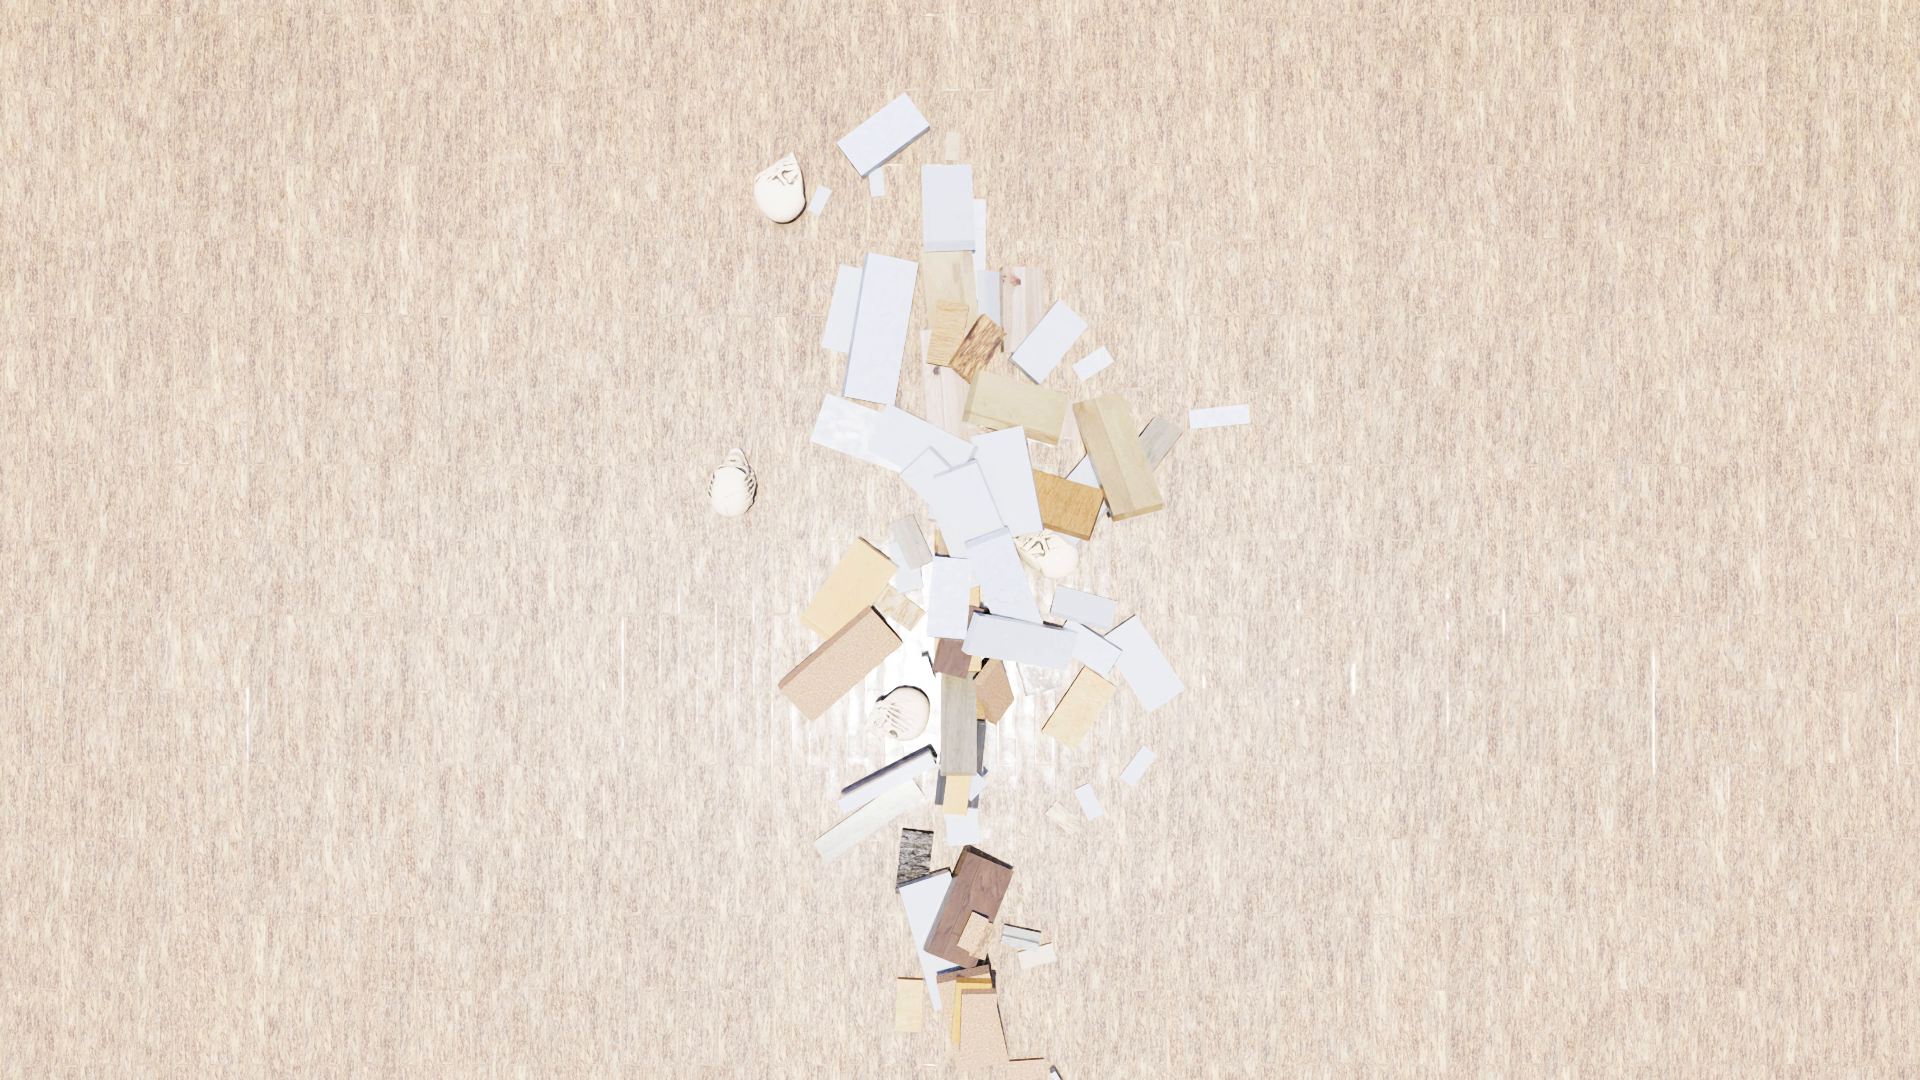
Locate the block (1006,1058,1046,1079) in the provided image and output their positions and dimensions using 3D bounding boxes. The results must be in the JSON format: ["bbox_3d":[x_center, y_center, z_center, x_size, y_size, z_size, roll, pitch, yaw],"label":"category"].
[{"bbox_3d":[0.220,1.762,5.491,0.126,0.018,0.063,-4,90,0],"label":"block"}]

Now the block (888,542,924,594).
[{"bbox_3d":[-0.179,0.086,5.476,0.085,0.024,0.169,-13,81,0],"label":"block"}]

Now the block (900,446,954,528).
[{"bbox_3d":[-0.053,-0.163,5.262,0.131,0.037,0.261,-42,103,17],"label":"block"}]

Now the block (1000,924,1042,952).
[{"bbox_3d":[0.203,1.324,5.482,0.126,0.018,0.063,12,81,4],"label":"block"}]

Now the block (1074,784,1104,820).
[{"bbox_3d":[0.428,0.871,5.492,0.056,0.016,0.112,-26,90,0],"label":"block"}]

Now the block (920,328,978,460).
[{"bbox_3d":[-0.030,-0.414,5.398,0.166,0.047,0.550,-4,87,1],"label":"block"}]

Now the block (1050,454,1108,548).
[{"bbox_3d":[0.417,-0.147,5.416,0.166,0.047,0.332,37,76,17],"label":"block"}]

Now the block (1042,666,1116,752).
[{"bbox_3d":[0.396,0.561,5.482,0.128,0.036,0.257,34,90,0],"label":"block"}]

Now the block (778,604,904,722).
[{"bbox_3d":[-0.394,0.409,5.441,0.400,0.048,0.169,-41,117,0],"label":"block"}]

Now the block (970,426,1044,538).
[{"bbox_3d":[0.155,-0.181,5.319,0.172,0.049,0.344,-11,87,11],"label":"block"}]

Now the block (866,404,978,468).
[{"bbox_3d":[-0.123,-0.297,5.349,0.334,0.047,0.167,27,96,18],"label":"block"}]

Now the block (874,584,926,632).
[{"bbox_3d":[-0.206,0.223,5.488,0.169,0.024,0.085,37,90,0],"label":"block"}]

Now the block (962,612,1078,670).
[{"bbox_3d":[0.197,0.329,5.334,0.404,0.037,0.131,12,102,-34],"label":"block"}]

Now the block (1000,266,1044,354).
[{"bbox_3d":[0.205,-0.761,5.462,0.140,0.040,0.281,-1,90,-15],"label":"block"}]

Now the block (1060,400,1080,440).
[{"bbox_3d":[0.370,-0.401,5.491,0.063,0.018,0.126,7,90,0],"label":"block"}]

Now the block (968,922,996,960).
[{"bbox_3d":[0.071,1.307,5.395,0.059,0.017,0.119,21,82,-15],"label":"block"}]

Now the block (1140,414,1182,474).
[{"bbox_3d":[0.636,-0.309,5.434,0.103,0.029,0.206,32,66,15],"label":"block"}]

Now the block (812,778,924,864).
[{"bbox_3d":[-0.304,0.929,5.488,0.394,0.024,0.086,-35,90,0],"label":"block"}]

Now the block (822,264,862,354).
[{"bbox_3d":[-0.360,-0.760,5.480,0.140,0.040,0.281,13,90,0],"label":"block"}]

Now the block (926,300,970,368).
[{"bbox_3d":[-0.041,-0.670,5.375,0.105,0.030,0.210,11,87,1],"label":"block"}]

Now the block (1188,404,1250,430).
[{"bbox_3d":[0.862,-0.410,5.491,0.200,0.018,0.063,-6,90,0],"label":"block"}]

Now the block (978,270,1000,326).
[{"bbox_3d":[0.103,-0.781,5.450,0.030,0.105,0.210,-1,90,38],"label":"block"}]

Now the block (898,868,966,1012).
[{"bbox_3d":[-0.062,1.321,5.452,0.174,0.049,0.425,-16,93,-9],"label":"block"}]

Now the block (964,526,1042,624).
[{"bbox_3d":[0.155,0.177,5.323,0.147,0.042,0.464,-21,122,0],"label":"block"}]

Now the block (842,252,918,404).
[{"bbox_3d":[-0.265,-0.694,5.446,0.172,0.049,0.477,9,91,-18],"label":"block"}]

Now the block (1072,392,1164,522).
[{"bbox_3d":[0.512,-0.274,5.371,0.167,0.047,0.434,-14,64,-6],"label":"block"}]

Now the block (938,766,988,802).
[{"bbox_3d":[0.009,0.758,5.306,0.077,0.022,0.154,-43,79,-12],"label":"block"}]

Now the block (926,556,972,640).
[{"bbox_3d":[-0.034,0.187,5.282,0.128,0.036,0.256,5,81,1],"label":"block"}]

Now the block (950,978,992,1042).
[{"bbox_3d":[0.036,1.529,5.361,0.113,0.032,0.227,3,109,-5],"label":"block"}]

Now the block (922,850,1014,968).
[{"bbox_3d":[0.029,1.216,5.420,0.174,0.049,0.348,25,81,-15],"label":"block"}]

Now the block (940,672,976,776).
[{"bbox_3d":[-0.004,0.545,5.344,0.115,0.033,0.449,0,62,0],"label":"block"}]

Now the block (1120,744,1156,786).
[{"bbox_3d":[0.593,0.752,5.492,0.056,0.016,0.133,37,90,0],"label":"block"}]

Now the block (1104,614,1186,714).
[{"bbox_3d":[0.604,0.411,5.479,0.147,0.042,0.293,-34,90,0],"label":"block"}]

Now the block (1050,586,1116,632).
[{"bbox_3d":[0.409,0.226,5.460,0.206,0.029,0.103,15,57,0],"label":"block"}]

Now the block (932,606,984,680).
[{"bbox_3d":[-0.007,0.321,5.297,0.115,0.033,0.230,15,79,2],"label":"block"}]

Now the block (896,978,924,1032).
[{"bbox_3d":[-0.169,1.546,5.488,0.086,0.024,0.172,3,90,0],"label":"block"}]

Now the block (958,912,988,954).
[{"bbox_3d":[0.043,1.279,5.374,0.059,0.017,0.119,25,83,7],"label":"block"}]

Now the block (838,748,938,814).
[{"bbox_3d":[-0.237,0.787,5.416,0.338,0.169,0.048,-28,90,0],"label":"block"}]
